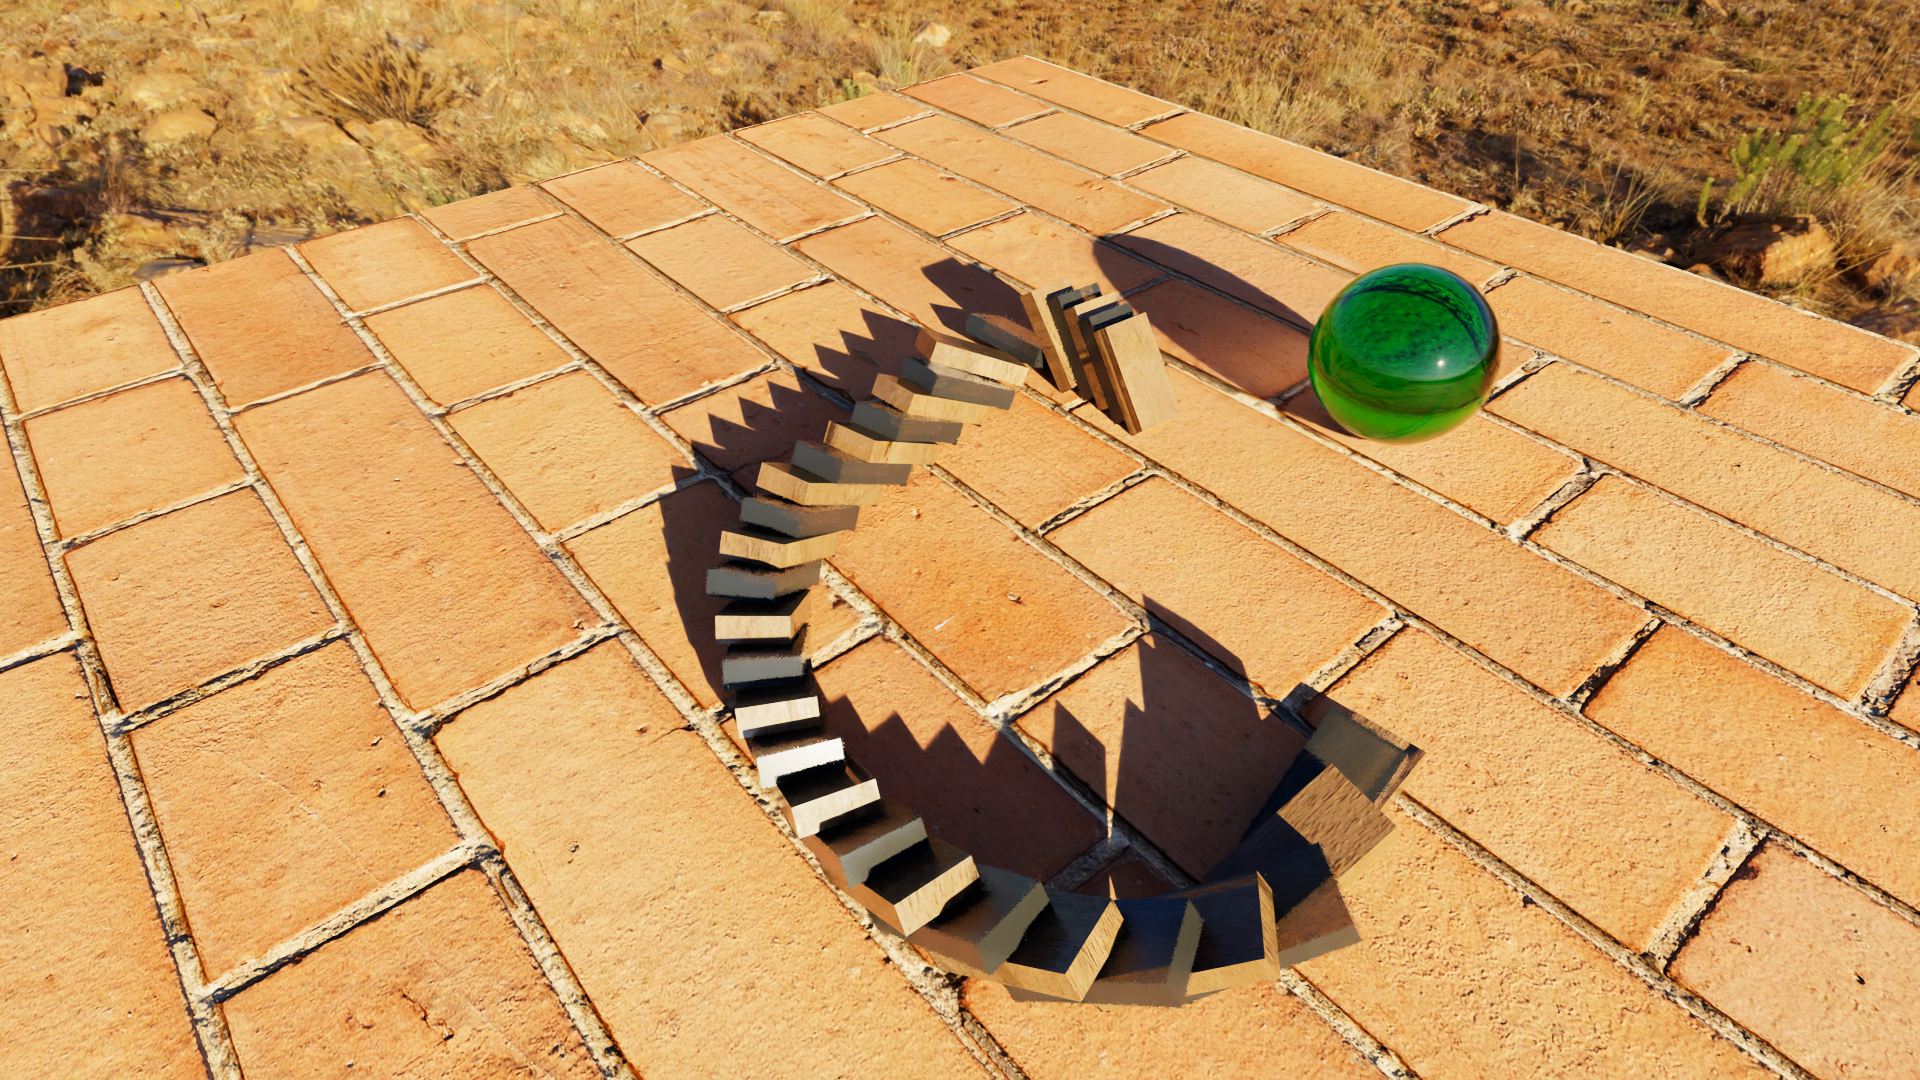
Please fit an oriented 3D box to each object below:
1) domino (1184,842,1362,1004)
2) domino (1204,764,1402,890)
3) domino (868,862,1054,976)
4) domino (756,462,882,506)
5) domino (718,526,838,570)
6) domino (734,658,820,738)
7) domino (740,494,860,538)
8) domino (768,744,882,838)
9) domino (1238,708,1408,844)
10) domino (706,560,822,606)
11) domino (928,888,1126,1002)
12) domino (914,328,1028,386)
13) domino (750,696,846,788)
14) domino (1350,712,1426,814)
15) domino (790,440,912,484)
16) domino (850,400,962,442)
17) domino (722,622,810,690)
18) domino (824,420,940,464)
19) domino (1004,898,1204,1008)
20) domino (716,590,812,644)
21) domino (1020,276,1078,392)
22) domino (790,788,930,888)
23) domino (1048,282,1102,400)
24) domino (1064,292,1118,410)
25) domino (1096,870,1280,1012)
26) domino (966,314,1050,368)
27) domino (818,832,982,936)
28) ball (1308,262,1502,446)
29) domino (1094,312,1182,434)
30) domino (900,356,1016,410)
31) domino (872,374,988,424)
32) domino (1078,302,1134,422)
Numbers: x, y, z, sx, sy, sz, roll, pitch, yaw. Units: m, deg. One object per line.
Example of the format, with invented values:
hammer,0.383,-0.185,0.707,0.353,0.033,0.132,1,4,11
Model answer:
domino,0.079,0.104,0.299,0.050,0.010,0.025,-26,38,13
domino,0.097,0.091,0.314,0.050,0.010,0.025,-41,49,-1
domino,-0.001,0.100,0.301,0.025,0.010,0.050,-35,19,-35
domino,-0.057,-0.023,0.452,0.025,0.010,0.050,24,14,28
domino,-0.069,0.001,0.422,0.025,0.009,0.050,12,9,15
domino,-0.060,0.051,0.362,0.025,0.010,0.050,-8,9,-9
domino,-0.063,-0.011,0.437,0.025,0.009,0.050,16,11,19
domino,-0.043,0.074,0.334,0.025,0.010,0.050,-16,11,-18
domino,0.109,0.078,0.328,0.025,0.009,0.050,32,81,33
domino,-0.072,0.013,0.407,0.025,0.009,0.050,8,8,10
domino,0.017,0.106,0.294,0.050,0.010,0.025,-9,26,44
domino,0.006,-0.089,0.532,0.050,0.009,0.025,11,21,-26
domino,-0.053,0.063,0.347,0.025,0.010,0.050,-11,10,-13
domino,0.123,0.078,0.349,0.025,0.010,0.050,31,49,32
domino,-0.045,-0.032,0.463,0.025,0.010,0.050,25,14,28
domino,-0.023,-0.052,0.489,0.025,0.010,0.050,25,16,28
domino,-0.065,0.039,0.376,0.025,0.009,0.050,-4,8,-5
domino,-0.033,-0.042,0.475,0.025,0.009,0.050,25,15,28
domino,0.037,0.109,0.291,0.050,0.010,0.025,-15,28,36
domino,-0.069,0.027,0.391,0.025,0.009,0.050,0,8,0
domino,0.051,-0.101,0.538,0.025,0.050,0.009,-29,9,-31
domino,-0.031,0.084,0.322,0.025,0.009,0.050,-21,12,-24
domino,0.063,-0.096,0.533,0.025,0.050,0.010,-24,8,-27
domino,0.070,-0.090,0.525,0.025,0.050,0.009,-25,8,-27
domino,0.058,0.107,0.292,0.050,0.010,0.025,-23,32,26
domino,0.029,-0.102,0.560,0.025,0.009,0.050,-7,33,-47
domino,-0.018,0.093,0.311,0.025,0.010,0.050,-26,14,-28
ball,0.196,-0.082,0.488,0.080,0.080,0.080,0,39,0
domino,0.082,-0.077,0.509,0.025,0.050,0.009,-25,8,-27
domino,-0.001,-0.073,0.513,0.050,0.010,0.025,5,23,-43
domino,-0.013,-0.064,0.503,0.025,0.010,0.050,34,21,37
domino,0.076,-0.083,0.517,0.025,0.050,0.010,-25,8,-27
